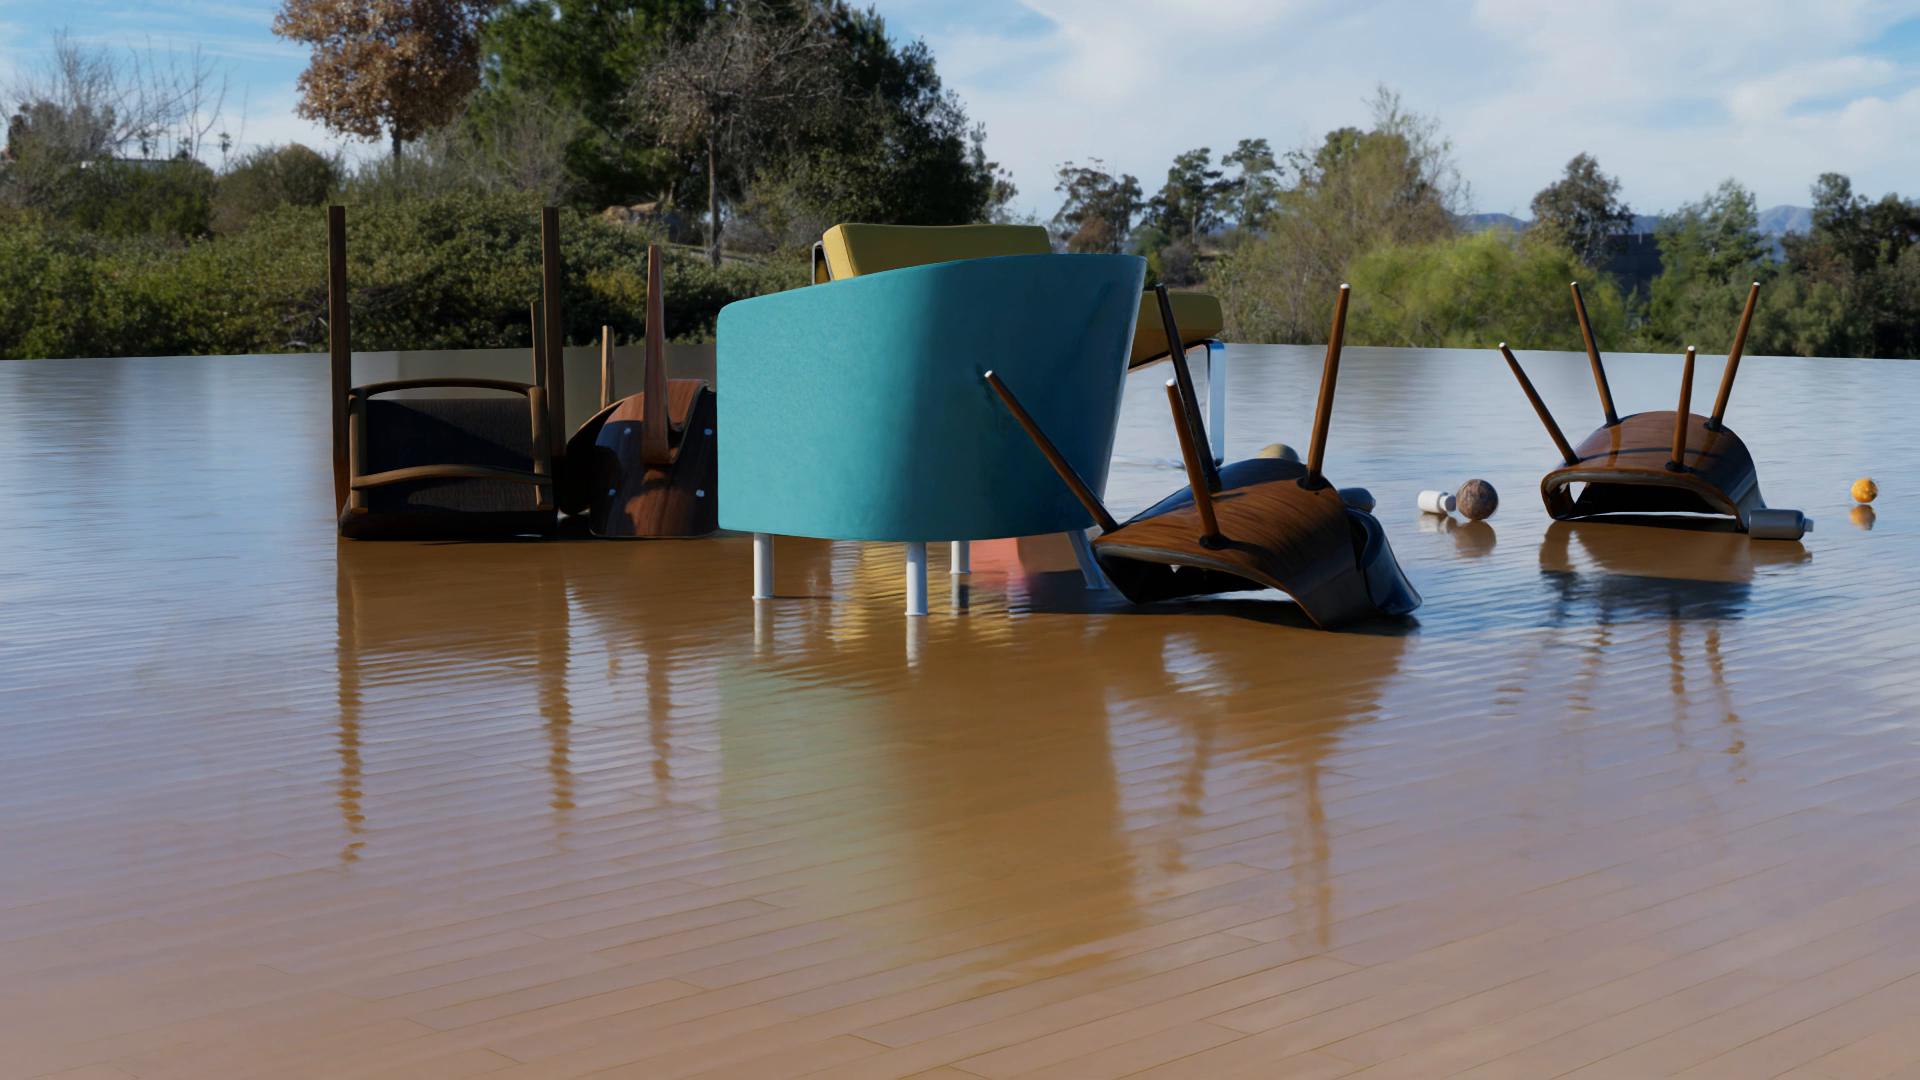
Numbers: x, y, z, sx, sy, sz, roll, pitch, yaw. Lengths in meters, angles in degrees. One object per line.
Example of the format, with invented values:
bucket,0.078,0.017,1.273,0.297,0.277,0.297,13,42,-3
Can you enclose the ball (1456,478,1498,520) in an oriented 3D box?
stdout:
ball,1.394,-0.109,6.919,0.113,0.113,0.113,0,6,0

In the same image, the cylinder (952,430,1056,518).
cylinder,0.121,-0.183,7.068,0.211,0.266,0.151,4,-31,34

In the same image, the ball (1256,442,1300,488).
ball,0.994,-0.234,8.005,0.138,0.138,0.138,0,6,0

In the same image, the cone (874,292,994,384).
cone,-0.078,-0.365,5.219,0.236,0.185,0.223,-23,39,21
